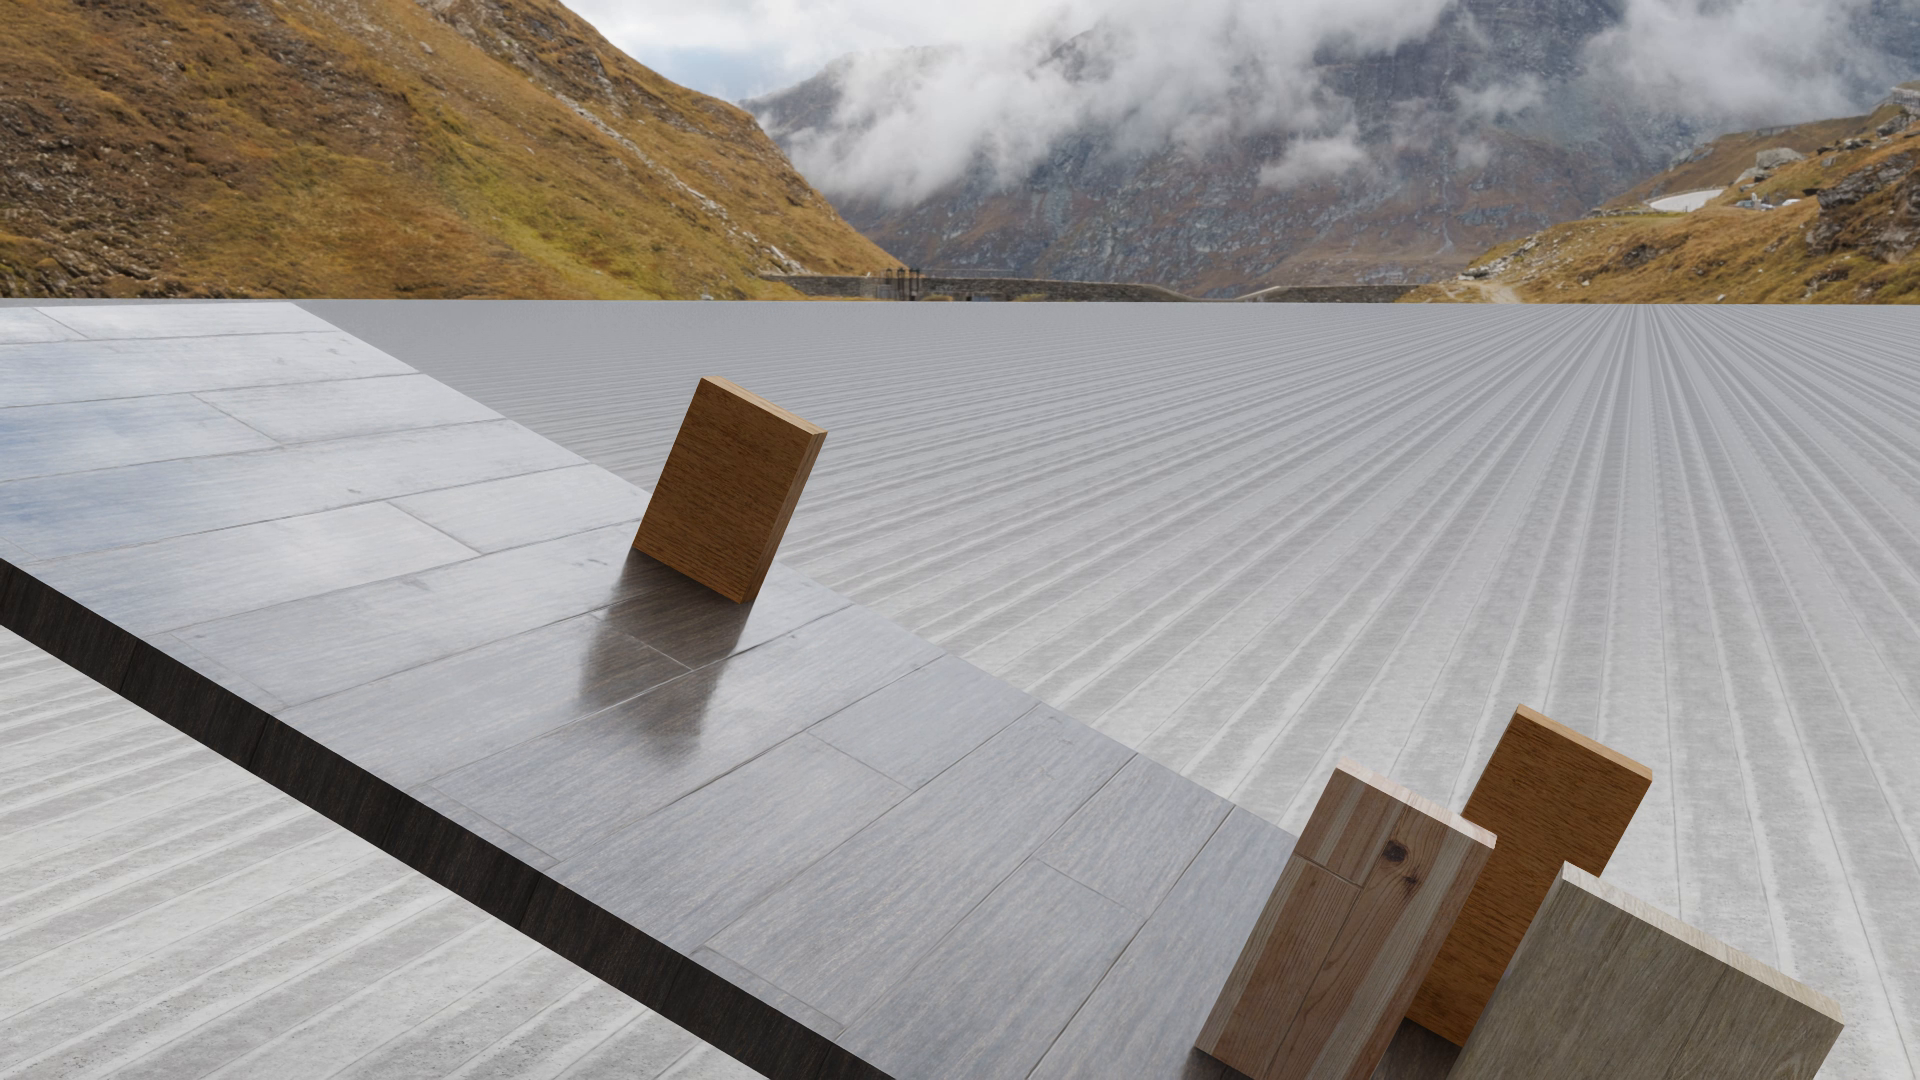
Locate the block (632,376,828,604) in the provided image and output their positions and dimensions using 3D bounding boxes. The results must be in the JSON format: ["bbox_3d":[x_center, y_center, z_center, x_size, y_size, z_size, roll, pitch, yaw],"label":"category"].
[{"bbox_3d":[-0.507,-0.112,4.831,0.283,0.412,0.095,27,14,12],"label":"block"}]

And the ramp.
[{"bbox_3d":[-0.267,0.457,4.172,4.000,0.100,2.000,27,14,12],"label":"ramp"}]

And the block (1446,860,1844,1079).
[{"bbox_3d":[0.871,0.835,3.055,0.401,0.660,0.095,27,14,12],"label":"block"}]

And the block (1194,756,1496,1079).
[{"bbox_3d":[0.626,0.656,3.588,0.274,0.534,0.090,27,14,12],"label":"block"}]

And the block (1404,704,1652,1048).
[{"bbox_3d":[1.030,0.647,4.137,0.267,0.621,0.098,27,14,12],"label":"block"}]
